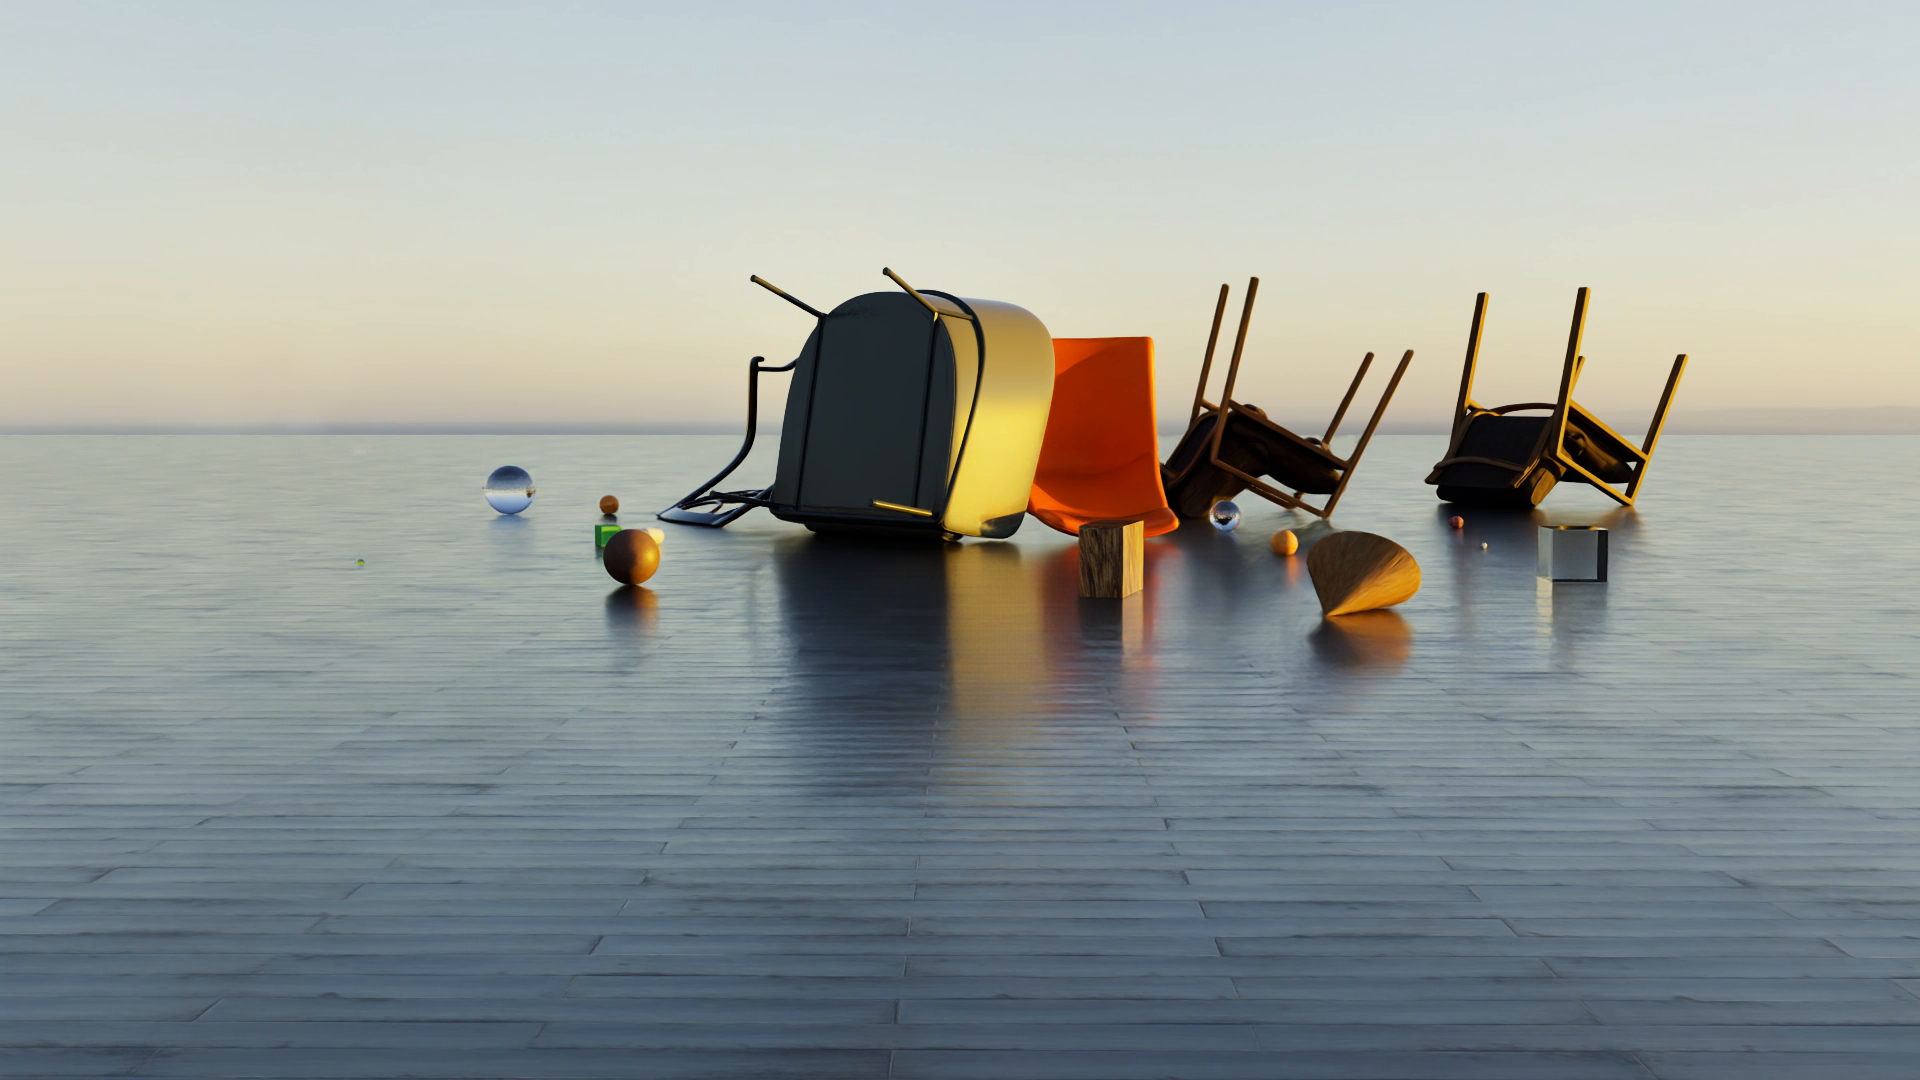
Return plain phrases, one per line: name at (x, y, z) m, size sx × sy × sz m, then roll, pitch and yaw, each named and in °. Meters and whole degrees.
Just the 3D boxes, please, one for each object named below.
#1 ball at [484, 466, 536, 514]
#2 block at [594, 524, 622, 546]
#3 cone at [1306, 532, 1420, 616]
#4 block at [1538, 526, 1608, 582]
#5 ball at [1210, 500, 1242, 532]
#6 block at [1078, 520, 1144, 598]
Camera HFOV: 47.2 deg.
ball at (-1.610, -0.180, 7.867) m, size 0.177 × 0.177 × 0.177 m, roll 0°, pitch 4°, yaw 0°
block at (-1.017, -0.014, 6.354) m, size 0.058 × 0.055 × 0.097 m, roll -1°, pitch 4°, yaw -21°
cone at (0.771, 0.106, 4.411) m, size 0.245 × 0.174 × 0.210 m, roll 6°, pitch 29°, yaw 30°
block at (1.444, 0.032, 5.187) m, size 0.128 × 0.122 × 0.141 m, roll 0°, pitch 4°, yaw 1°
ball at (0.836, -0.076, 6.933) m, size 0.099 × 0.099 × 0.099 m, roll 0°, pitch 4°, yaw 0°
block at (0.334, 0.039, 4.852) m, size 0.098 × 0.154 × 0.231 m, roll 1°, pitch 4°, yaw 15°
